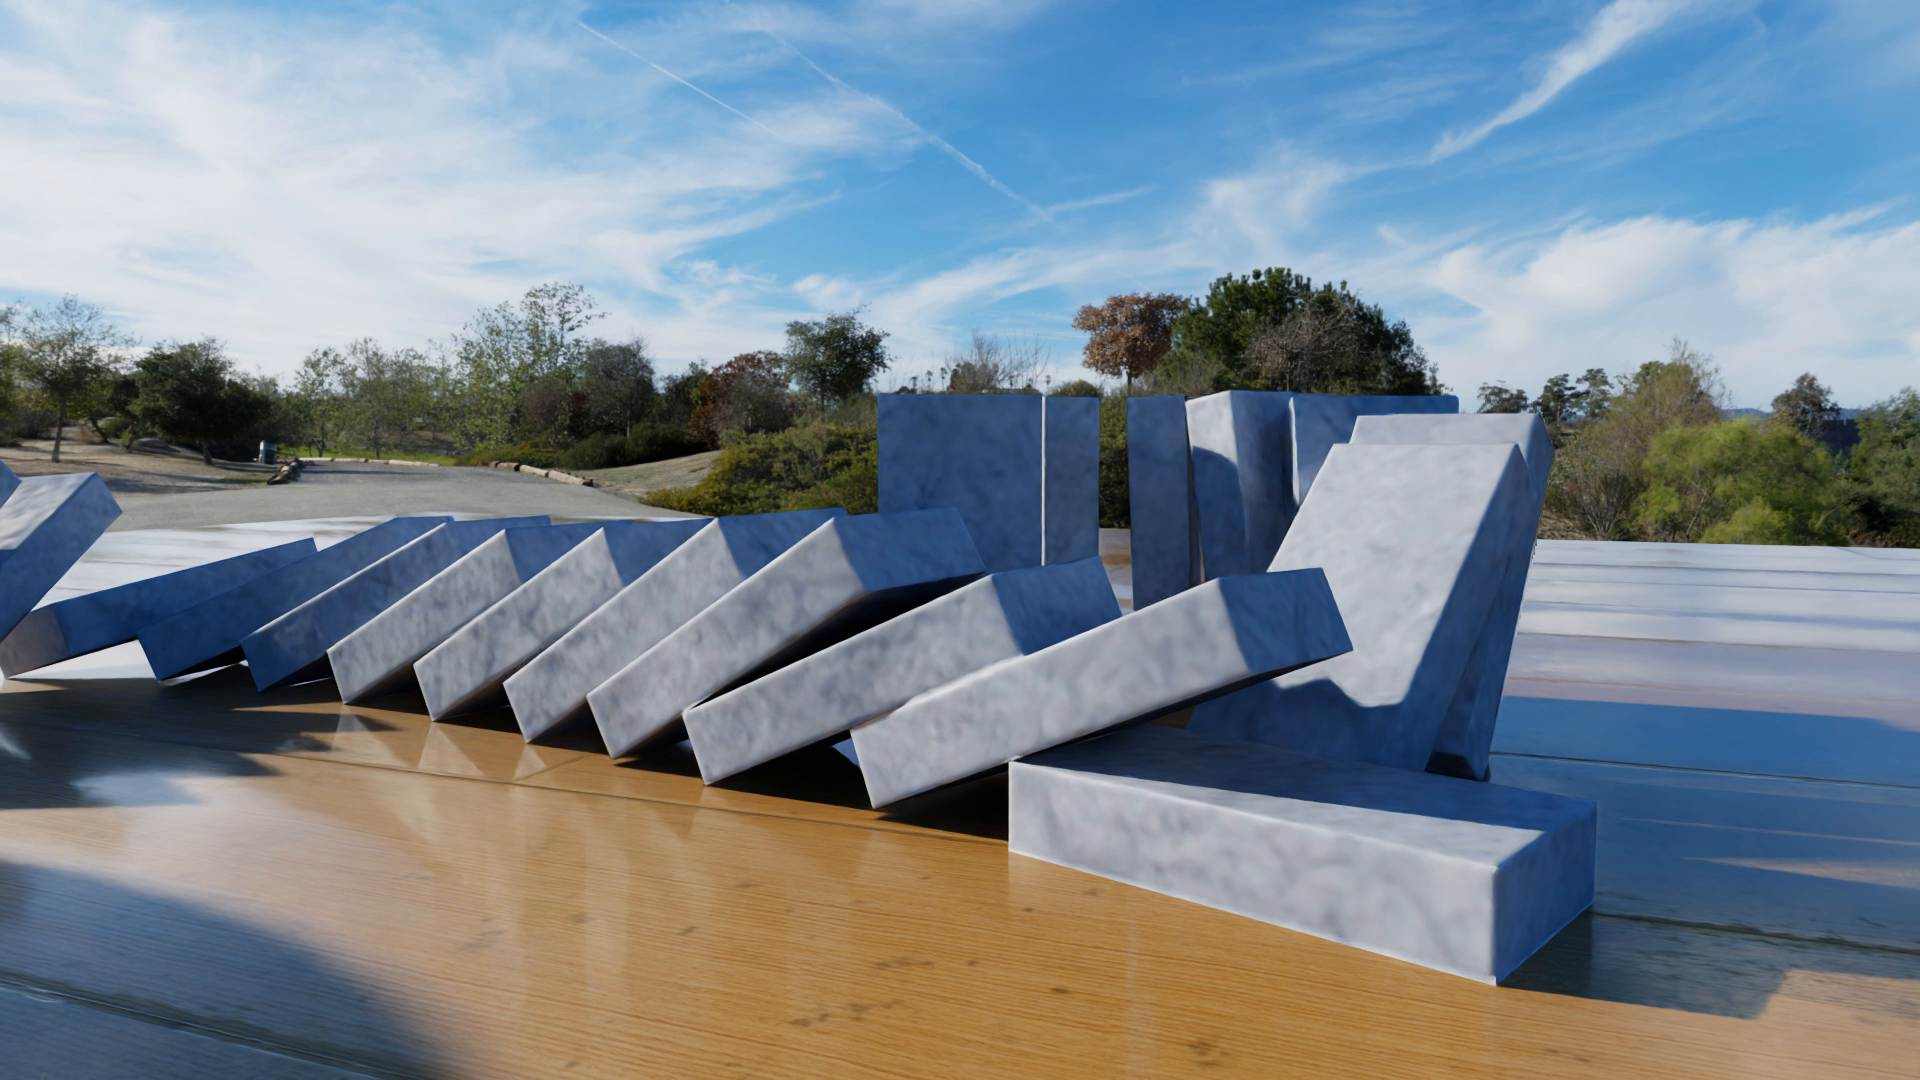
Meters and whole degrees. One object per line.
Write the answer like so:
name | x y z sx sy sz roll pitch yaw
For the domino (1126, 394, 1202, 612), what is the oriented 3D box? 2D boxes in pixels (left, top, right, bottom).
domino | 0.036 0.001 0.222 0.009 0.050 0.025 -1 4 14

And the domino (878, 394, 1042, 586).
domino | 0.000 0.002 0.201 0.025 0.050 0.010 0 4 0

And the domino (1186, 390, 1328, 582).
domino | 0.052 0.001 0.210 0.025 0.050 0.009 -3 -4 -38

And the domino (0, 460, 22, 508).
domino | -0.180 0.006 0.207 0.025 0.050 0.009 1 -40 10

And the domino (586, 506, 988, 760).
domino | -0.023 0.012 0.168 0.050 0.009 0.025 -33 -14 31

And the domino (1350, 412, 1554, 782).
domino | 0.062 0.006 0.174 0.025 0.050 0.009 3 -29 39

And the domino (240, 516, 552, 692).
domino | -0.096 0.011 0.223 0.050 0.010 0.025 -25 -6 20

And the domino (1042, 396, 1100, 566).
domino | 0.013 0.001 0.218 0.009 0.050 0.025 -2 5 -23

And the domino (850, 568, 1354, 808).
domino | 0.015 0.017 0.142 0.050 0.010 0.025 -26 -15 35

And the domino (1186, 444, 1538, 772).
domino | 0.050 0.009 0.158 0.025 0.050 0.009 4 -38 46

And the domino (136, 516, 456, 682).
domino | -0.119 0.010 0.236 0.050 0.010 0.025 -24 2 1

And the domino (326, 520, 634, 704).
domino | -0.077 0.012 0.209 0.050 0.009 0.025 -27 -11 30

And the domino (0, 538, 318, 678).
domino | -0.153 0.012 0.247 0.025 0.009 0.050 -14 6 31

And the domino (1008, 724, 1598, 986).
domino | 0.032 0.028 0.126 0.050 0.010 0.025 4 6 42

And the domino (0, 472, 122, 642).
domino | -0.175 0.007 0.225 0.025 0.010 0.050 -4 38 6

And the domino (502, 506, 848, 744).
domino | -0.039 0.012 0.181 0.050 0.009 0.025 -33 -14 31

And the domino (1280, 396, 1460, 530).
domino | 0.063 0.003 0.194 0.025 0.050 0.009 1 -19 2

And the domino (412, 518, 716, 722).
domino | -0.057 0.012 0.195 0.050 0.009 0.025 -30 -12 32

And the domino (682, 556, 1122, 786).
domino | -0.007 0.016 0.158 0.050 0.010 0.025 -25 -10 32
